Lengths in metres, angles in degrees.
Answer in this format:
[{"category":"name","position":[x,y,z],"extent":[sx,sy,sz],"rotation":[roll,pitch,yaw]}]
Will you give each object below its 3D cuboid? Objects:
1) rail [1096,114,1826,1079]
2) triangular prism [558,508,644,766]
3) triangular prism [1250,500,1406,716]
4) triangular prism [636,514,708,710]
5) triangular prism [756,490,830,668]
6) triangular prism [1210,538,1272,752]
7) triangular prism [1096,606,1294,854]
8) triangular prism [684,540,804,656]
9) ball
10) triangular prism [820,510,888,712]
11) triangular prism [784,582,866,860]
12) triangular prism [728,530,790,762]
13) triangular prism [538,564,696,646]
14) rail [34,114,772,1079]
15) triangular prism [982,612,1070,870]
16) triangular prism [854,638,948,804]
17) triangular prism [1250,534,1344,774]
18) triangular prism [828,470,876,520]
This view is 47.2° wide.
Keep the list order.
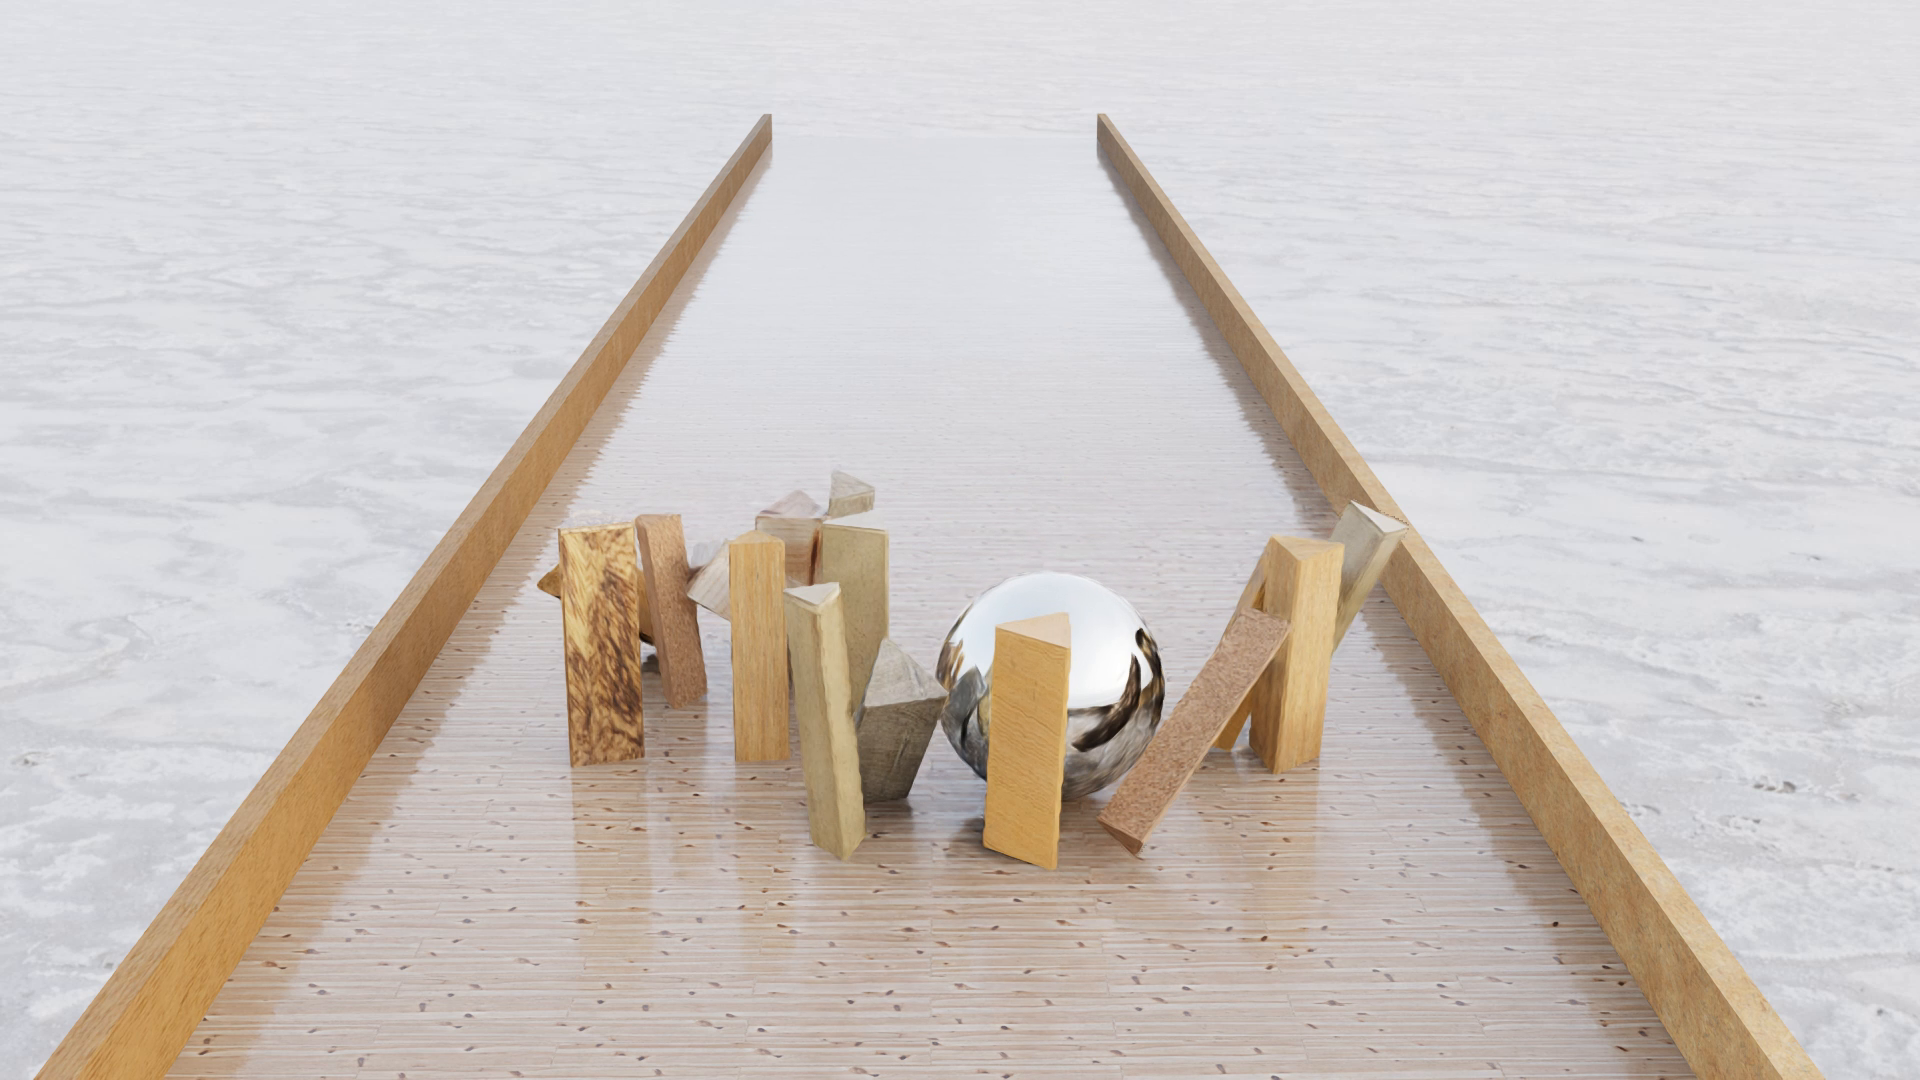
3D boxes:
[{"category":"rail","position":[0.932,-0.844,7.801],"extent":[0.050,0.150,12.000],"rotation":[0,17,-1]},{"category":"triangular prism","position":[-0.645,0.168,3.891],"extent":[0.132,0.439,0.114],"rotation":[-6,18,-21]},{"category":"triangular prism","position":[0.641,0.139,3.970],"extent":[0.097,0.436,0.112],"rotation":[35,22,22]},{"category":"triangular prism","position":[-0.559,0.130,4.149],"extent":[0.077,0.362,0.089],"rotation":[10,25,40]},{"category":"triangular prism","position":[-0.318,0.078,4.348],"extent":[0.142,0.334,0.123],"rotation":[1,26,2]},{"category":"triangular prism","position":[0.500,0.181,3.931],"extent":[0.107,0.375,0.093],"rotation":[20,10,-32]},{"category":"triangular prism","position":[0.376,0.297,3.538],"extent":[0.081,0.445,0.094],"rotation":[35,-20,8]},{"category":"triangular prism","position":[-0.323,0.122,4.176],"extent":[0.387,0.114,0.132],"rotation":[32,39,-25]},{"category":"ball","position":[0.151,0.246,3.715],"extent":[0.390,0.390,0.390],"rotation":[0,17,0]},{"category":"triangular prism","position":[-0.176,0.134,4.135],"extent":[0.130,0.365,0.113],"rotation":[6,18,19]},{"category":"triangular prism","position":[-0.200,0.283,3.485],"extent":[0.076,0.443,0.088],"rotation":[-21,26,-36]},{"category":"triangular prism","position":[-0.358,0.186,3.893],"extent":[0.097,0.404,0.084],"rotation":[-3,17,-9]},{"category":"triangular prism","position":[-0.646,0.113,4.305],"extent":[0.134,0.116,0.355],"rotation":[18,-10,36]},{"category":"rail","position":[-1.118,-0.838,7.780],"extent":[0.050,0.150,12.000],"rotation":[0,17,-1]},{"category":"triangular prism","position":[0.130,0.309,3.476],"extent":[0.131,0.388,0.113],"rotation":[15,25,28]},{"category":"triangular prism","position":[-0.137,0.301,3.640],"extent":[0.142,0.313,0.123],"rotation":[-7,55,-21]},{"category":"triangular prism","position":[0.569,0.194,3.852],"extent":[0.125,0.403,0.108],"rotation":[-17,28,-42]},{"category":"triangular prism","position":[-0.247,0.040,4.377],"extent":[0.098,0.397,0.085],"rotation":[-14,43,-26]}]
